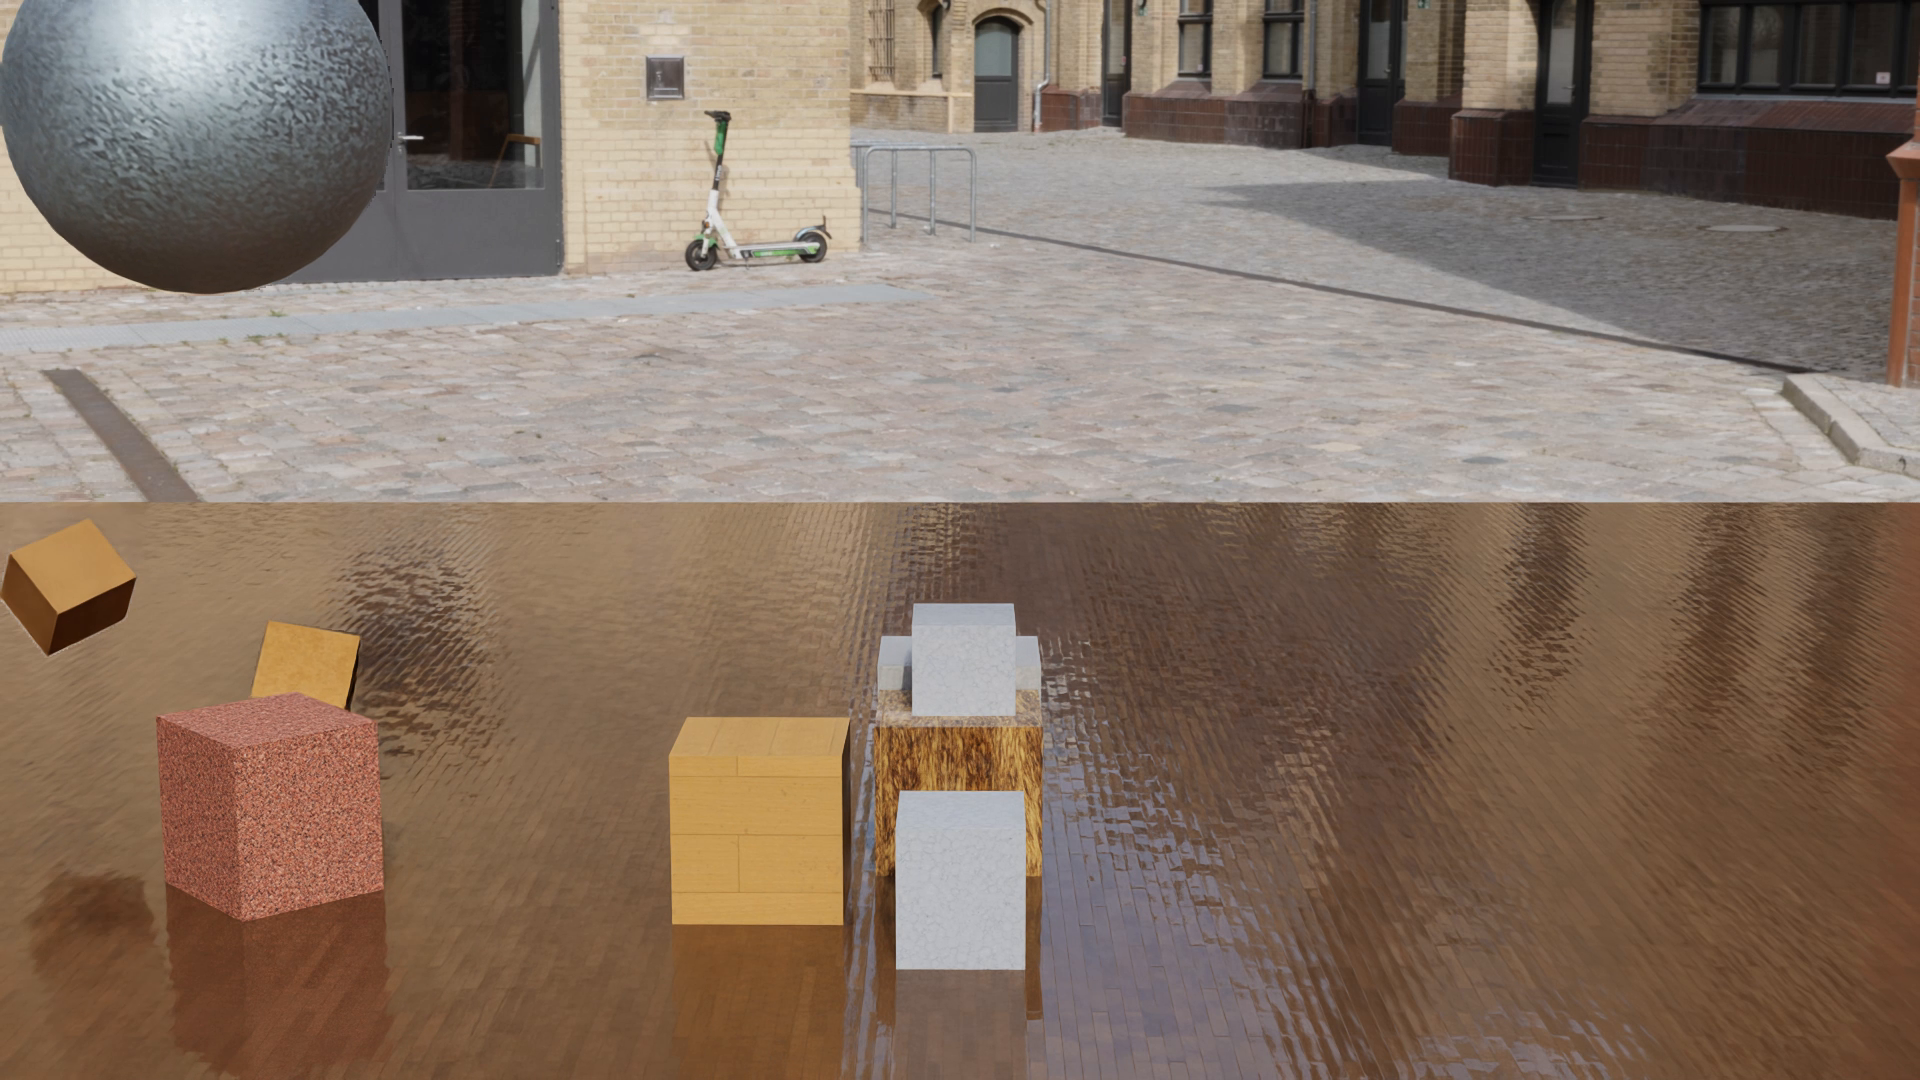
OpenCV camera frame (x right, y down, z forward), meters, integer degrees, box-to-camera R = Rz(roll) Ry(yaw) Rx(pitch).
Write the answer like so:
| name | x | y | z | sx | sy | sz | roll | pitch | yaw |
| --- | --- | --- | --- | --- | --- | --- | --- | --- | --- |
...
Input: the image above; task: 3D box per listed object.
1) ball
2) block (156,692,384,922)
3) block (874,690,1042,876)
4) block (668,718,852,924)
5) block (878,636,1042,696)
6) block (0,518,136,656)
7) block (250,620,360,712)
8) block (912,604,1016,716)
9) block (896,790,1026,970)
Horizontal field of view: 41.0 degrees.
| name | x | y | z | sx | sy | sz | roll | pitch | yaw |
| --- | --- | --- | --- | --- | --- | --- | --- | --- | --- |
| ball | -3.214 | -1.841 | 10.846 | 1.600 | 1.600 | 1.600 | 0 | 10 | 0 |
| block | -3.005 | 1.143 | 11.174 | 0.665 | 0.753 | 0.735 | -9 | 14 | -41 |
| block | -0.006 | 1.093 | 11.656 | 0.739 | 0.679 | 0.698 | 0 | 10 | 0 |
| block | -0.842 | 1.192 | 10.978 | 0.715 | 0.727 | 0.644 | 0 | 10 | 1 |
| block | -0.003 | 0.917 | 12.318 | 0.761 | 0.789 | 0.647 | 0 | 10 | 0 |
| block | -4.578 | 0.241 | 13.173 | 0.418 | 0.400 | 0.458 | 48 | 48 | 12 |
| block | -3.389 | 0.766 | 13.272 | 0.465 | 0.446 | 0.497 | 10 | -32 | -10 |
| block | 0.017 | 0.539 | 11.657 | 0.461 | 0.410 | 0.485 | 0 | 10 | 0 |
| block | 0.005 | 1.372 | 10.400 | 0.513 | 0.580 | 0.537 | 0 | 10 | 1 |
